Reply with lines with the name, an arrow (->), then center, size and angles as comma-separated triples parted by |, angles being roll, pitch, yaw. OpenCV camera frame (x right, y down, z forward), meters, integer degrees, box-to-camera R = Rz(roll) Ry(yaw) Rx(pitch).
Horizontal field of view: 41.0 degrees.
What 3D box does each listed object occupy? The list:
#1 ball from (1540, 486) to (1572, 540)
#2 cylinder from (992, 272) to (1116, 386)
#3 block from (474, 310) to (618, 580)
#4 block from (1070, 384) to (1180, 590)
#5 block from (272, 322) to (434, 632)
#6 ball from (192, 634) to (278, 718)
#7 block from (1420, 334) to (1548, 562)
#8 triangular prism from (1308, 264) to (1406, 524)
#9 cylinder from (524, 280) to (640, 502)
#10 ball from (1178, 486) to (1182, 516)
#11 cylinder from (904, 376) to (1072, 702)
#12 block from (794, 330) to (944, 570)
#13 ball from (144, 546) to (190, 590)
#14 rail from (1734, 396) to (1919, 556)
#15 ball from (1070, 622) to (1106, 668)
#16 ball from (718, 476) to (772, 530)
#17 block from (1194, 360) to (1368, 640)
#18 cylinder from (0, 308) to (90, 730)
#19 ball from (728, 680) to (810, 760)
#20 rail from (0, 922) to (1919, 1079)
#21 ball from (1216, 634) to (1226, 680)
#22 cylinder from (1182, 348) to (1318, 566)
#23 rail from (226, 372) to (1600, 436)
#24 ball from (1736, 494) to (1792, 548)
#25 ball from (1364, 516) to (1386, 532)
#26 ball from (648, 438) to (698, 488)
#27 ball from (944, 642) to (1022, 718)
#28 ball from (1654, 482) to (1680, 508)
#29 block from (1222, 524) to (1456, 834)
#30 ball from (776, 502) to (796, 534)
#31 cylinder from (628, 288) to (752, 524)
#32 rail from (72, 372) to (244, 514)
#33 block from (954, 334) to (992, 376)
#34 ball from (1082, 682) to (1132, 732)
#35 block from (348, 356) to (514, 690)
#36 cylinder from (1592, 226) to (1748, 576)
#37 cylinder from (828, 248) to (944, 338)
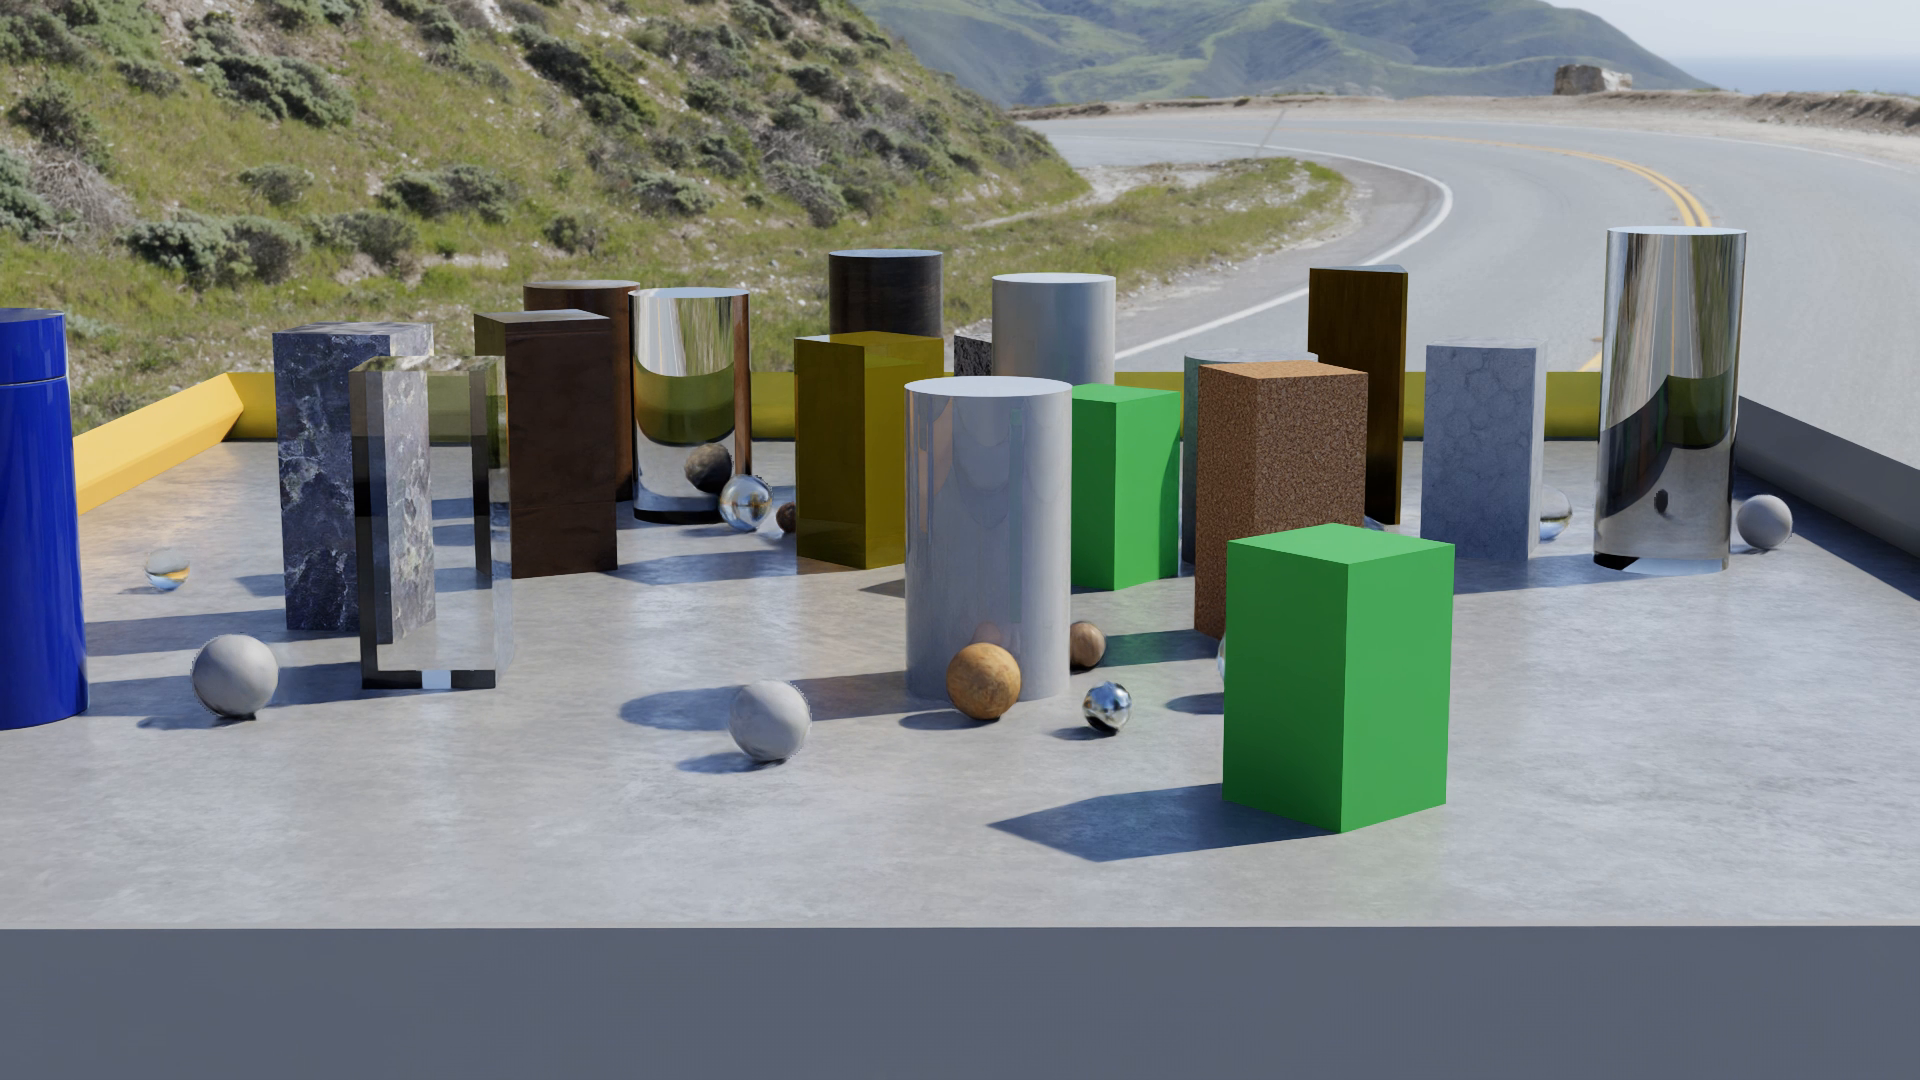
ball -> 0.908, -0.042, 3.985 | 0.082, 0.082, 0.082 | 0, 11, 0
cylinder -> 0.148, -0.220, 4.084 | 0.196, 0.395, 0.196 | 0, 11, 0
block -> -0.605, -0.144, 3.747 | 0.157, 0.368, 0.157 | -5, 12, -26
block -> 0.205, -0.079, 3.680 | 0.157, 0.266, 0.157 | 8, 13, 38
block -> -0.790, -0.086, 3.380 | 0.157, 0.388, 0.157 | 2, 11, 8
ball -> -0.818, 0.153, 2.898 | 0.094, 0.094, 0.094 | 0, 11, 0
block -> 0.792, -0.142, 3.880 | 0.157, 0.316, 0.157 | 4, 11, 20
triangular prism -> 0.674, -0.243, 4.184 | 0.170, 0.403, 0.147 | 7, 13, 34
cylinder -> -0.639, -0.255, 4.367 | 0.196, 0.361, 0.196 | 0, 11, 0
ball -> 0.370, -0.063, 4.180 | 0.052, 0.052, 0.052 | 0, 11, 0
cylinder -> 0.033, -0.004, 3.026 | 0.196, 0.357, 0.196 | 0, 11, 0
block -> -0.135, -0.137, 3.822 | 0.157, 0.328, 0.157 | -10, 14, -43
ball -> -1.112, 0.040, 3.600 | 0.061, 0.061, 0.061 | 0, 11, 0
rail -> 1.415, 0.031, 3.457 | 0.045, 0.127, 3.303 | 0, 11, 0
ball -> 0.148, 0.128, 3.132 | 0.058, 0.058, 0.058 | 0, 11, 0
ball -> -0.340, -0.059, 4.062 | 0.086, 0.086, 0.086 | 0, 11, 0
block -> 0.408, -0.046, 3.278 | 0.157, 0.347, 0.157 | -4, 11, -22
cylinder -> -1.097, -0.027, 2.889 | 0.196, 0.451, 0.196 | 0, 11, 0
ball -> -0.203, 0.190, 2.719 | 0.086, 0.086, 0.086 | 0, 11, 0
rail -> 0.009, 0.330, 1.848 | 2.877, 0.127, 0.045 | 0, 11, 0
ball -> 0.347, 0.137, 2.970 | 0.098, 0.098, 0.098 | 0, 11, 0
cylinder -> 0.429, -0.122, 3.805 | 0.196, 0.305, 0.196 | 0, 11, 0
rail -> -0.009, -0.264, 5.050 | 2.877, 0.127, 0.045 | 0, 11, 0
ball -> 1.225, -0.028, 3.908 | 0.082, 0.082, 0.082 | 0, 11, 0
ball -> 0.572, 0.008, 3.694 | 0.089, 0.089, 0.089 | 0, 11, 0
ball -> -0.499, -0.134, 4.462 | 0.088, 0.088, 0.088 | 0, 11, 0
ball -> 0.026, 0.158, 2.891 | 0.086, 0.086, 0.086 | 0, 11, 0
ball -> 1.178, -0.075, 4.275 | 0.041, 0.041, 0.041 | 0, 11, 0
block -> 0.374, 0.132, 2.545 | 0.157, 0.263, 0.157 | -9, 14, -40
ball -> -0.266, -0.035, 4.037 | 0.049, 0.049, 0.049 | 0, 11, 0
cylinder -> -0.437, -0.221, 4.176 | 0.196, 0.364, 0.196 | 0, 11, 0
rail -> -1.415, 0.034, 3.441 | 0.045, 0.127, 3.303 | 0, 11, 0
block -> 0.095, -0.242, 4.610 | 0.157, 0.246, 0.157 | -5, 12, -27
ball -> 0.163, 0.184, 2.834 | 0.056, 0.056, 0.056 | 0, 11, 0
block -> -0.630, -0.024, 3.074 | 0.157, 0.377, 0.157 | 0, 11, -2
cylinder -> 1.038, -0.208, 3.758 | 0.196, 0.490, 0.196 | 0, 11, 0
cylinder -> -0.127, -0.290, 4.422 | 0.196, 0.409, 0.196 | 0, 11, 0
